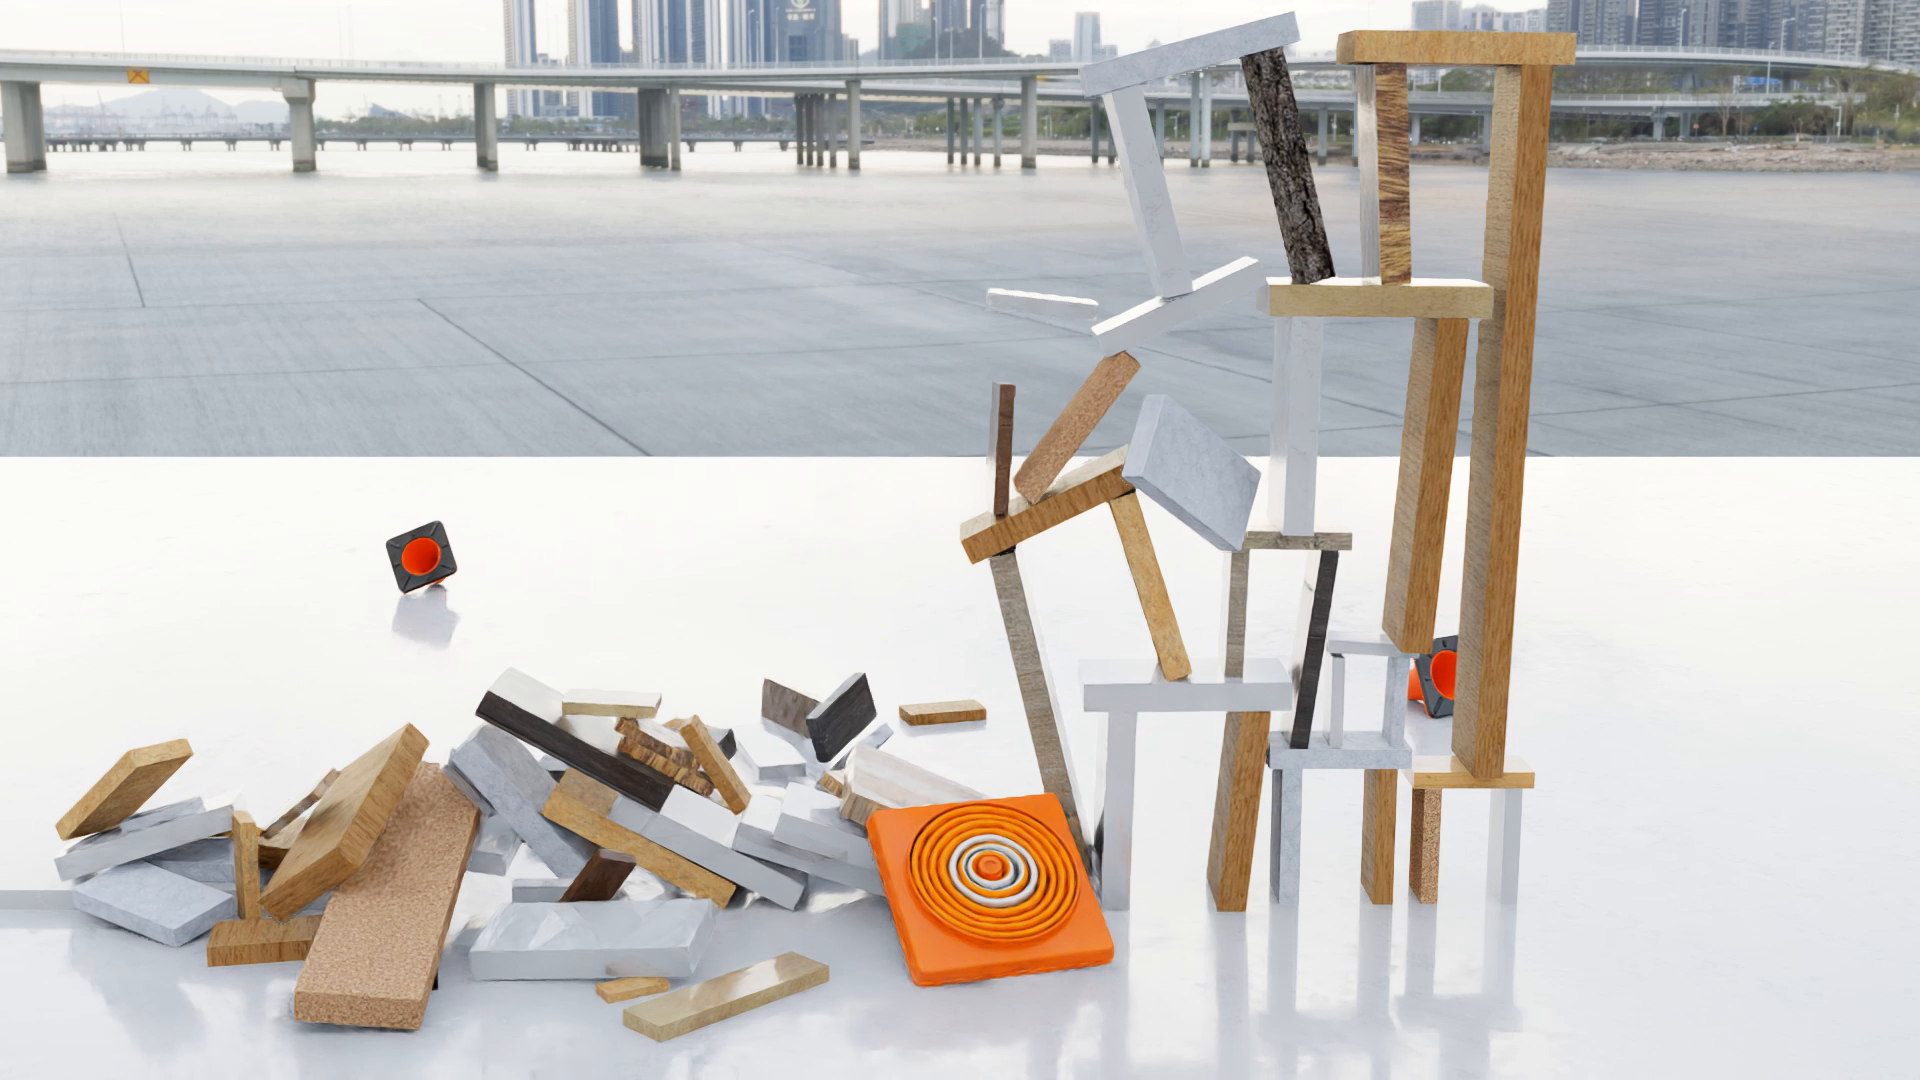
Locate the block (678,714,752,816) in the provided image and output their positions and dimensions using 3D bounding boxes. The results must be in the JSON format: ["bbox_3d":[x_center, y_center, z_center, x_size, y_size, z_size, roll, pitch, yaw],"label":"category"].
[{"bbox_3d":[-0.402,0.369,3.617,0.024,0.168,0.084,-32,6,3],"label":"block"}]

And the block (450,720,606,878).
[{"bbox_3d":[-0.695,0.448,3.644,0.048,0.336,0.168,-39,8,7],"label":"block"}]

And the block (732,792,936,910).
[{"bbox_3d":[-0.204,0.515,3.656,0.338,0.048,0.169,18,10,-3],"label":"block"}]

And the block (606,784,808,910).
[{"bbox_3d":[-0.411,0.492,3.652,0.338,0.048,0.169,27,10,-5],"label":"block"}]

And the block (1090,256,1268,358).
[{"bbox_3d":[0.346,-0.371,3.488,0.275,0.039,0.138,-25,10,3],"label":"block"}]

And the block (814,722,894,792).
[{"bbox_3d":[-0.201,0.415,4.159,0.096,0.027,0.192,-36,-6,-37],"label":"block"}]

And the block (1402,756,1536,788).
[{"bbox_3d":[0.838,0.383,3.629,0.197,0.028,0.099,0,11,0],"label":"block"}]

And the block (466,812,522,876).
[{"bbox_3d":[-0.879,0.485,3.650,0.289,0.041,0.144,8,21,0],"label":"block"}]

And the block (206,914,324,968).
[{"bbox_3d":[-1.046,0.620,3.419,0.224,0.032,0.112,-2,11,-12],"label":"block"}]

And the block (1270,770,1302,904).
[{"bbox_3d":[0.541,0.475,3.652,0.033,0.231,0.116,0,11,0],"label":"block"}]

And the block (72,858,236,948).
[{"bbox_3d":[-1.291,0.579,3.521,0.238,0.034,0.119,12,25,29],"label":"block"}]

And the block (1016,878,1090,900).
[{"bbox_3d":[0.155,0.582,3.668,0.117,0.017,0.059,0,11,-1],"label":"block"}]

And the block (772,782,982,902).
[{"bbox_3d":[-0.133,0.495,3.618,0.338,0.048,0.169,18,10,-3],"label":"block"}]

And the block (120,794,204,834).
[{"bbox_3d":[-1.328,0.456,3.660,0.122,0.017,0.061,-16,7,-3],"label":"block"}]

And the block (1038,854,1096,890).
[{"bbox_3d":[0.165,0.551,3.667,0.117,0.017,0.059,14,13,-3],"label":"block"}]

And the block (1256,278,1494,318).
[{"bbox_3d":[0.652,-0.384,3.483,0.345,0.049,0.172,1,11,0],"label":"block"}]

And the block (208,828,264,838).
[{"bbox_3d":[-1.248,0.513,3.824,0.085,0.024,0.171,-1,-13,18],"label":"block"}]

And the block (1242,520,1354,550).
[{"bbox_3d":[0.521,-0.009,3.558,0.211,0.030,0.105,1,11,-1],"label":"block"}]

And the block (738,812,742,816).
[{"bbox_3d":[-0.344,0.528,3.875,0.334,0.047,0.167,0,11,1],"label":"block"}]

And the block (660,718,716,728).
[{"bbox_3d":[-0.608,0.427,4.299,0.139,0.039,0.277,9,24,41],"label":"block"}]

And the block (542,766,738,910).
[{"bbox_3d":[-0.521,0.489,3.655,0.336,0.048,0.168,29,9,-5],"label":"block"}]

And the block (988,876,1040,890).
[{"bbox_3d":[0.112,0.568,3.740,0.117,0.017,0.059,-6,12,-31],"label":"block"}]

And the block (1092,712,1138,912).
[{"bbox_3d":[0.254,0.426,3.636,0.047,0.334,0.167,1,10,-2],"label":"block"}]

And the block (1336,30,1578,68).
[{"bbox_3d":[0.766,-0.762,3.415,0.335,0.047,0.167,1,11,0],"label":"block"}]

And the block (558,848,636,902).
[{"bbox_3d":[-0.570,0.541,3.444,0.068,0.135,0.019,18,29,-39],"label":"block"}]

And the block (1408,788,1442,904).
[{"bbox_3d":[0.772,0.493,3.650,0.028,0.197,0.099,0,11,0],"label":"block"}]

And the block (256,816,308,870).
[{"bbox_3d":[-1.012,0.519,3.656,0.289,0.041,0.144,8,12,-1],"label":"block"}]

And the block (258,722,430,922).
[{"bbox_3d":[-0.965,0.440,3.465,0.175,0.049,0.349,-33,20,21],"label":"block"}]

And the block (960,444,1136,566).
[{"bbox_3d":[0.149,-0.059,3.552,0.310,0.044,0.155,-25,10,5],"label":"block"}]

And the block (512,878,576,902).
[{"bbox_3d":[-0.636,0.579,3.514,0.152,0.076,0.022,0,25,-1],"label":"block"}]

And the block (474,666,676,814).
[{"bbox_3d":[-0.620,0.326,3.619,0.336,0.048,0.168,29,9,-4],"label":"block"}]

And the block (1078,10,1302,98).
[{"bbox_3d":[0.354,-0.755,3.422,0.328,0.046,0.164,-14,10,3],"label":"block"}]

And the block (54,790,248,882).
[{"bbox_3d":[-1.342,0.490,3.660,0.289,0.041,0.144,-17,7,-11],"label":"block"}]

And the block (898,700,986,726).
[{"bbox_3d":[-0.038,0.374,4.766,0.173,0.024,0.086,-3,11,-17],"label":"block"}]

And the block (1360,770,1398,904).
[{"bbox_3d":[0.695,0.475,3.652,0.033,0.231,0.116,0,11,0],"label":"block"}]

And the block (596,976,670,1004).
[{"bbox_3d":[-0.484,0.661,3.248,0.096,0.014,0.048,-6,12,-30],"label":"block"}]

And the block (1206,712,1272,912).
[{"bbox_3d":[0.459,0.425,3.635,0.047,0.334,0.167,6,10,-1],"label":"block"}]

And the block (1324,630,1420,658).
[{"bbox_3d":[0.669,0.170,3.592,0.149,0.021,0.074,4,10,0],"label":"block"}]

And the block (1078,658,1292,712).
[{"bbox_3d":[0.365,0.237,3.601,0.334,0.047,0.167,0,11,0],"label":"block"}]

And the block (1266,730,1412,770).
[{"bbox_3d":[0.618,0.346,3.628,0.231,0.033,0.116,0,11,0],"label":"block"}]
